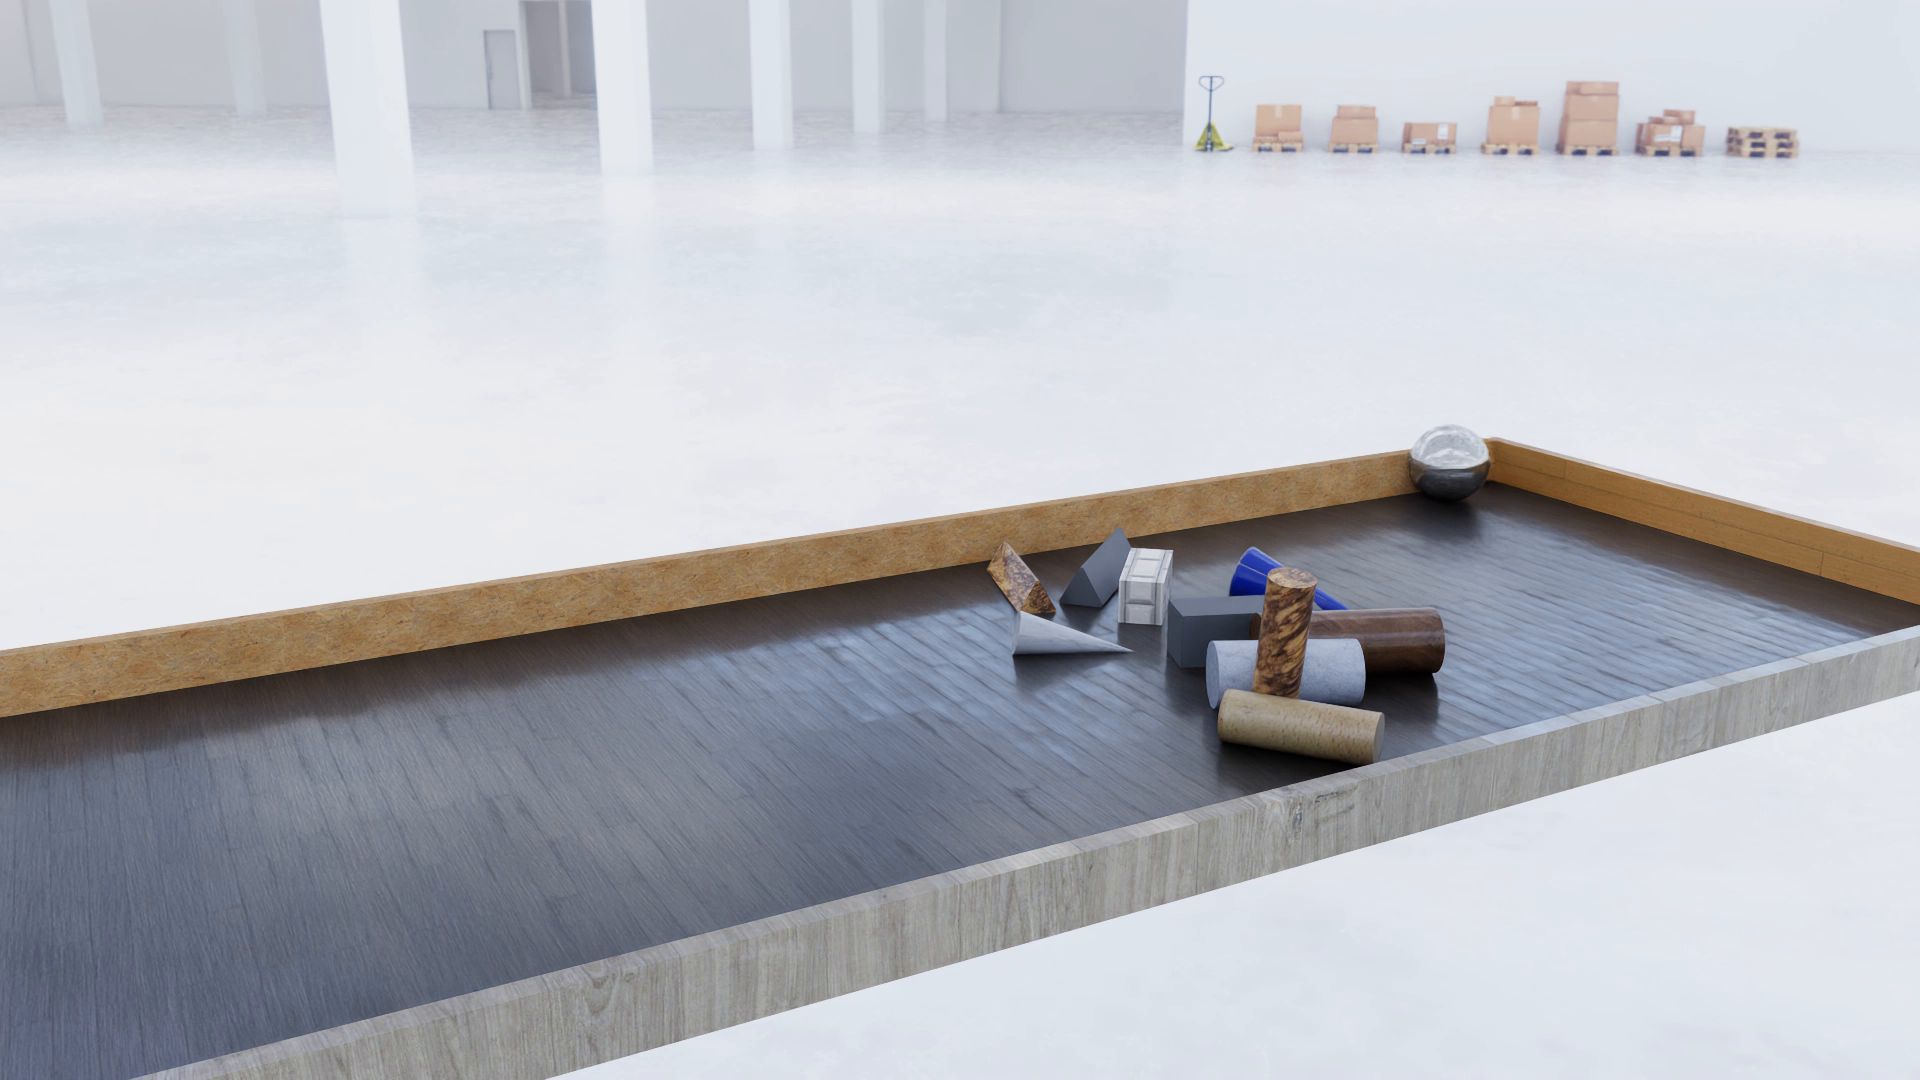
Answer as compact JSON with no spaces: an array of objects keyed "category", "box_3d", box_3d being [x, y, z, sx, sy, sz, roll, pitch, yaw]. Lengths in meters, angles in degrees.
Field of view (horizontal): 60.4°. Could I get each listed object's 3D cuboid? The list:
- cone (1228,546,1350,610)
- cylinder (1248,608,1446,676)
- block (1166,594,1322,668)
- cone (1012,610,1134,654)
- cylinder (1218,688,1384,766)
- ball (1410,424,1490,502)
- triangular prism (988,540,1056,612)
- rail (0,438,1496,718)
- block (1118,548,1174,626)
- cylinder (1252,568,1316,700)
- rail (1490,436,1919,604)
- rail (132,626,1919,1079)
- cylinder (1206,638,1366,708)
[{"category":"cone","box_3d":[0.984,0.173,4.616,0.426,0.172,0.172,23,26,28]},{"category":"cylinder","box_3d":[0.974,0.260,4.170,0.455,0.169,0.169,-2,16,-5]},{"category":"block","box_3d":[0.741,0.235,4.307,0.371,0.140,0.140,-2,17,-7]},{"category":"cone","box_3d":[0.305,0.268,4.337,0.323,0.119,0.119,9,16,-5]},{"category":"cylinder","box_3d":[0.765,0.421,3.705,0.348,0.123,0.123,8,18,24]},{"category":"ball","box_3d":[1.719,-0.271,5.791,0.273,0.273,0.273,0,16,0]},{"category":"triangular prism","box_3d":[0.176,0.102,4.833,0.109,0.094,0.414,-3,17,-11]},{"category":"rail","box_3d":[-3.305,0.497,3.399,12.000,0.150,0.050,-9,18,-27]},{"category":"block","box_3d":[0.530,0.129,4.698,0.123,0.123,0.316,3,17,11]},{"category":"cylinder","box_3d":[0.738,0.256,3.792,0.110,0.377,0.110,3,24,-1]},{"category":"rail","box_3d":[2.466,-0.048,5.253,0.050,0.150,2.100,-9,18,-27]},{"category":"rail","box_3d":[-2.336,1.006,1.665,12.000,0.150,0.050,-9,18,-27]},{"category":"cylinder","box_3d":[0.781,0.321,3.973,0.348,0.163,0.163,-1,16,-3]}]
